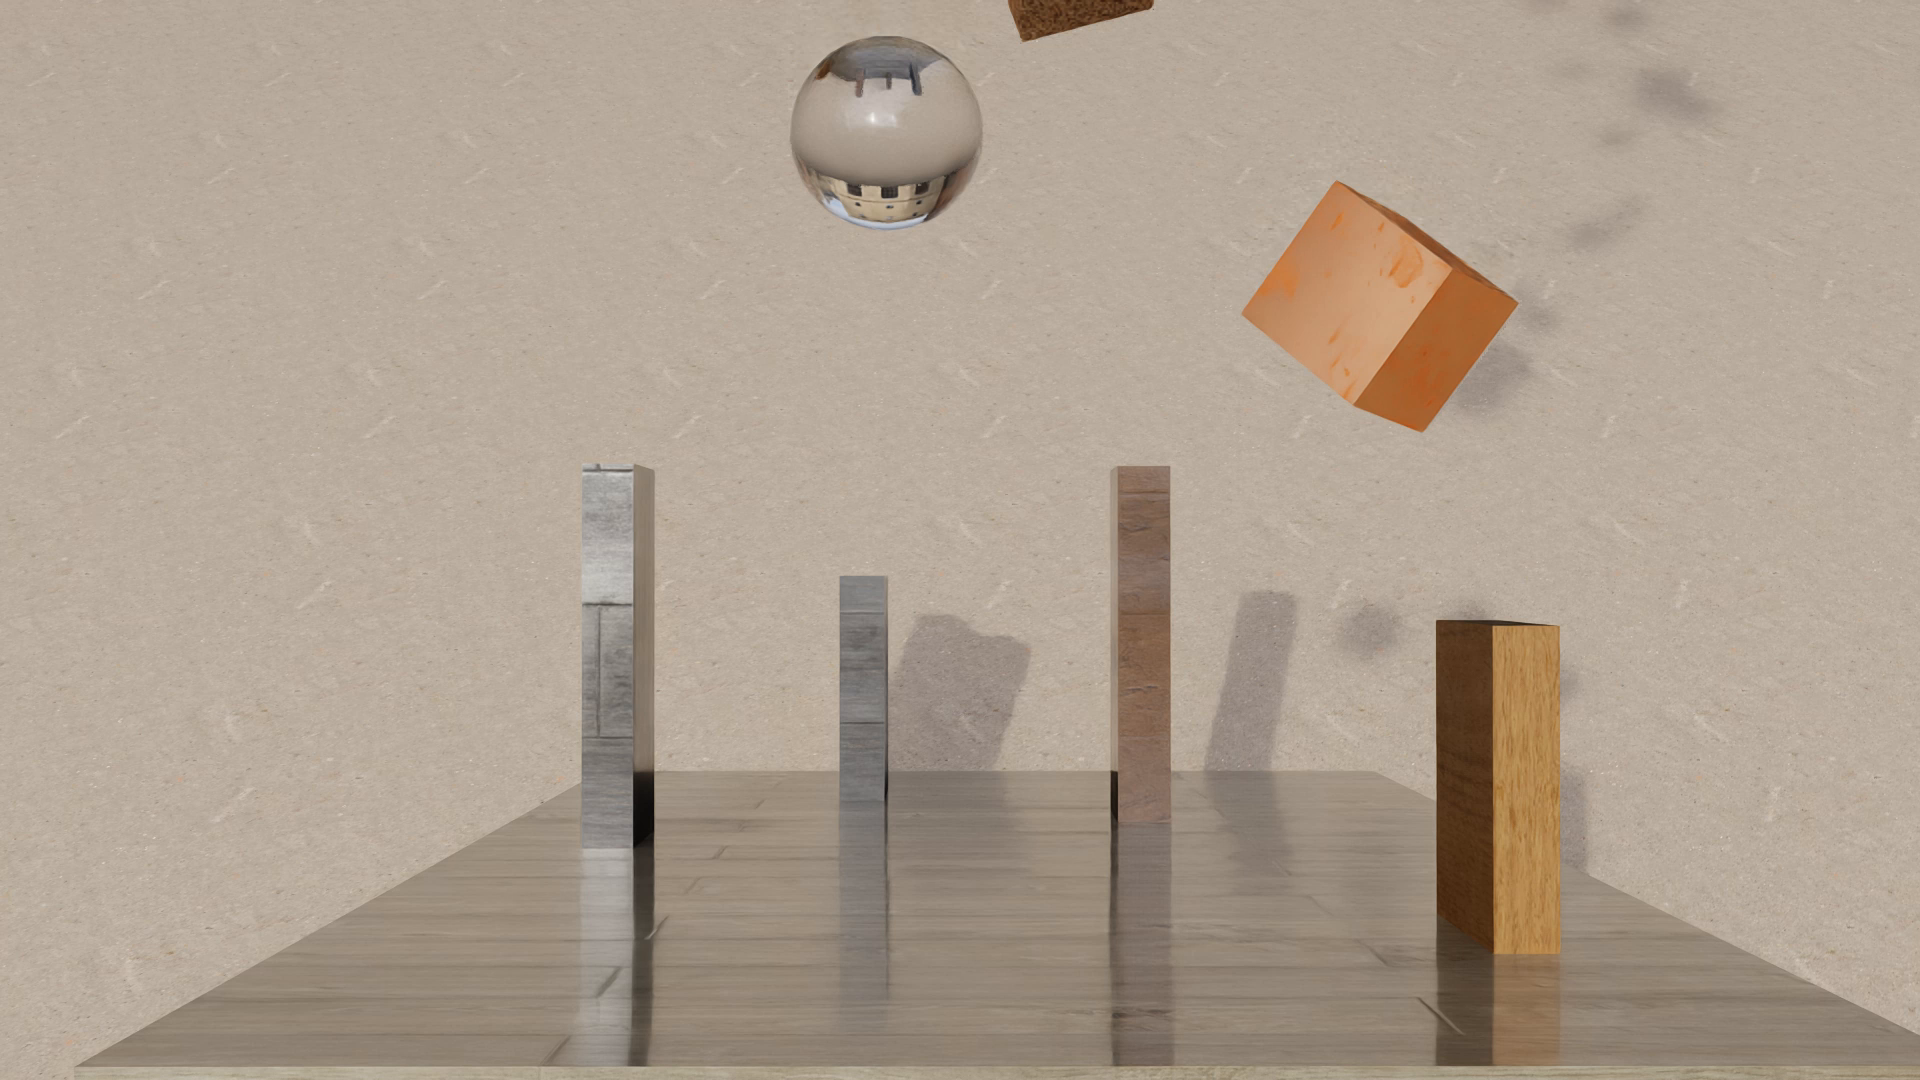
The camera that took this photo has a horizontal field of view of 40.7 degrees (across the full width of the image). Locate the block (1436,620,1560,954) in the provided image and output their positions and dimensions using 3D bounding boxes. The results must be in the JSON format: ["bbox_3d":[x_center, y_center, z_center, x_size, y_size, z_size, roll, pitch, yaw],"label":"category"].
[{"bbox_3d":[0.768,0.341,3.720,0.091,0.444,0.418,0,-1,0],"label":"block"}]

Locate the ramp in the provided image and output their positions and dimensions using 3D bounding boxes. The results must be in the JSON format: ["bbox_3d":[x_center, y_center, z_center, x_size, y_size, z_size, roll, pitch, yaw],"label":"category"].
[{"bbox_3d":[0.071,0.625,4.714,2.000,0.100,4.000,0,-1,0],"label":"ramp"}]

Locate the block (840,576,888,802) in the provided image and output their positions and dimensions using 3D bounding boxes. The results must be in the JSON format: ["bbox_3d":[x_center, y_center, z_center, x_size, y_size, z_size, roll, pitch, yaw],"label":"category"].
[{"bbox_3d":[-0.221,0.336,5.998,0.102,0.507,0.321,0,-1,0],"label":"block"}]

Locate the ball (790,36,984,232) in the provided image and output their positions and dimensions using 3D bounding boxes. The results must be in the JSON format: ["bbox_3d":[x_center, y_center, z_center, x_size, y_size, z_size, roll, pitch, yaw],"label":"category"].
[{"bbox_3d":[-0.074,-0.407,2.594,0.194,0.194,0.194,0,32,0],"label":"ball"}]

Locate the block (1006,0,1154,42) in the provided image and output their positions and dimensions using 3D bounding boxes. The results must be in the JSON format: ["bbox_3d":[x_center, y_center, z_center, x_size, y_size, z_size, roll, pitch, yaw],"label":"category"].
[{"bbox_3d":[0.089,-0.502,2.132,0.114,0.114,0.114,-16,65,-5],"label":"block"}]

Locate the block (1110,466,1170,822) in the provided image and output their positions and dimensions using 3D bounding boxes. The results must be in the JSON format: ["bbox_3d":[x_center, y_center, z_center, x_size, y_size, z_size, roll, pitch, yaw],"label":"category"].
[{"bbox_3d":[0.380,0.216,5.483,0.109,0.735,0.263,0,-1,0],"label":"block"}]

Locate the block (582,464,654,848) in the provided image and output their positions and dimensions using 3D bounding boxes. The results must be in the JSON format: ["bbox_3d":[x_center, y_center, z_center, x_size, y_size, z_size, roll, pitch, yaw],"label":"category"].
[{"bbox_3d":[-0.659,0.218,5.011,0.096,0.720,0.339,0,-1,0],"label":"block"}]

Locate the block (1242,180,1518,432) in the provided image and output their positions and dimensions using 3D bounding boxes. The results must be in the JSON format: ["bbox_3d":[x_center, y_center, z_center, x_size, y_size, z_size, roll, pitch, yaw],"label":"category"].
[{"bbox_3d":[0.421,-0.232,2.599,0.162,0.162,0.162,44,17,31],"label":"block"}]
